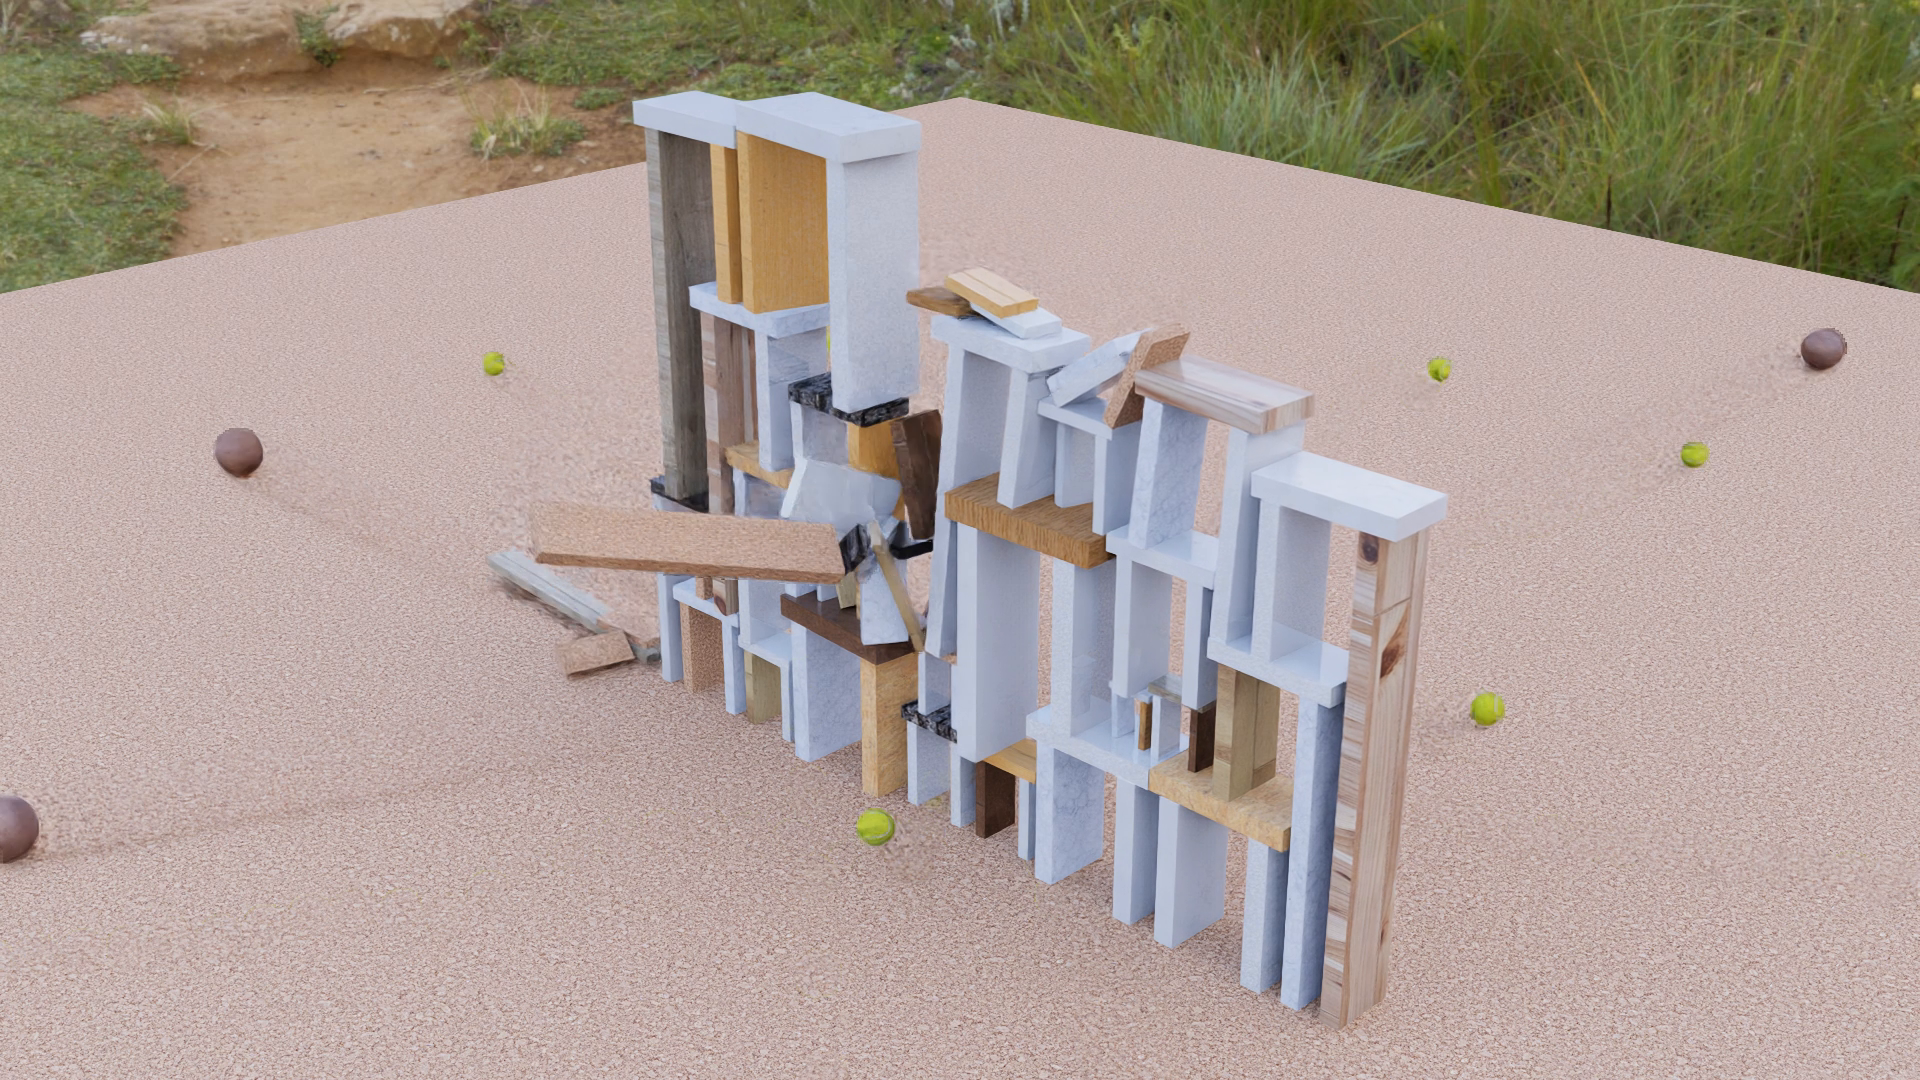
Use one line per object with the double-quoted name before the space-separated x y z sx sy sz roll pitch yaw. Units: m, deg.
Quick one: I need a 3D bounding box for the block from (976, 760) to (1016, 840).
"block" 0.071 0.497 4.365 0.025 0.176 0.088 21 31 40

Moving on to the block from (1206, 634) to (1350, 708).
"block" 0.558 0.202 3.690 0.131 0.037 0.261 -20 30 -39

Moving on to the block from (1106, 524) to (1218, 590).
"block" 0.383 0.020 3.828 0.238 0.034 0.119 21 31 40

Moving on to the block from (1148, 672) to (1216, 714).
"block" 0.401 0.271 3.909 0.121 0.017 0.061 20 30 39

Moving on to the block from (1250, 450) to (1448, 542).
"block" 0.621 -0.072 3.521 0.280 0.040 0.140 21 31 40

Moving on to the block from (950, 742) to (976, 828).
"block" 0.024 0.474 4.405 0.026 0.186 0.093 21 31 41

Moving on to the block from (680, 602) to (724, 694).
"block" -0.572 0.225 4.949 0.031 0.220 0.110 21 31 41

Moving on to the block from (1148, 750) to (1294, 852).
"block" 0.496 0.449 3.878 0.150 0.043 0.301 -21 31 -40

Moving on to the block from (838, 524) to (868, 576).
"block" -0.211 0.026 4.137 0.018 0.126 0.063 12 59 -27

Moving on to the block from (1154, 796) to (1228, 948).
"block" 0.424 0.580 4.009 0.150 0.301 0.043 -21 31 -41

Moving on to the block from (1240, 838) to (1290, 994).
"block" 0.565 0.635 3.879 0.043 0.301 0.150 21 31 41

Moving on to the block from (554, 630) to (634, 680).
"block" -0.841 0.263 5.060 0.163 0.023 0.081 -13 60 -28

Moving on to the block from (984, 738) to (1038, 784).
"block" 0.111 0.420 4.287 0.176 0.025 0.088 21 31 40

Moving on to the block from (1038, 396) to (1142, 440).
"block" 0.234 -0.223 3.890 0.091 0.026 0.183 -20 30 -39

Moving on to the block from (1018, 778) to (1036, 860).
"block" 0.154 0.529 4.288 0.025 0.176 0.088 21 31 40

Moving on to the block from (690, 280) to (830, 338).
"block" -0.403 -0.477 4.464 0.147 0.042 0.293 -19 30 -38

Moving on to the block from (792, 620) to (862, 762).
"block" -0.278 0.297 4.654 0.159 0.318 0.045 -21 31 -40

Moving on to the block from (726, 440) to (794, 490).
"block" -0.367 -0.157 4.556 0.117 0.033 0.235 -20 30 -39

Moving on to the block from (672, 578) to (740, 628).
"block" -0.521 0.130 4.852 0.220 0.031 0.110 21 31 40

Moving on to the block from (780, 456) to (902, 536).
"block" -0.226 -0.081 4.228 0.233 0.117 0.033 12 11 -40

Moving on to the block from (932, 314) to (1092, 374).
"block" 0.090 -0.365 3.958 0.140 0.040 0.279 -18 28 -36

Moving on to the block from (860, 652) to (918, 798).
"block" -0.129 0.355 4.517 0.045 0.318 0.159 21 31 40

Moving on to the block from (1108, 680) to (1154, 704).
"block" 0.322 0.269 3.997 0.048 0.014 0.095 -21 31 -40

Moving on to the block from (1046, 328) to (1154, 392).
"block" 0.247 -0.312 3.842 0.098 0.028 0.196 -20 -5 -38

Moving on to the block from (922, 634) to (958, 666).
"block" -0.018 0.212 4.330 0.140 0.020 0.070 21 31 40

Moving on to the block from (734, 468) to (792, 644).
"block" -0.420 0.020 4.693 0.033 0.399 0.117 21 31 40

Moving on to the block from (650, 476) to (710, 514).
"block" -0.571 -0.106 4.800 0.207 0.029 0.104 21 31 40

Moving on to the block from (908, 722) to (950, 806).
"block" -0.064 0.440 4.486 0.026 0.186 0.093 21 31 41

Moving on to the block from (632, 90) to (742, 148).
"block" -0.492 -0.842 4.396 0.160 0.045 0.319 -21 31 -40

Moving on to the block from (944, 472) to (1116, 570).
"block" 0.159 -0.043 4.030 0.351 0.050 0.175 20 30 39

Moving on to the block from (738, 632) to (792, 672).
"block" -0.390 0.231 4.738 0.087 0.025 0.174 -20 30 -39

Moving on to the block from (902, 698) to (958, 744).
"block" -0.020 0.359 4.404 0.186 0.026 0.093 21 31 40

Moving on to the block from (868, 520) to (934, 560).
"block" -0.133 -0.010 4.356 0.090 0.026 0.181 -16 27 -34

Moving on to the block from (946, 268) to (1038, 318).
"block" 0.057 -0.446 3.964 0.082 0.023 0.165 -17 35 -33

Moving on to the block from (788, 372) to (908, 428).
"block" -0.222 -0.278 4.329 0.114 0.032 0.229 -21 30 -40

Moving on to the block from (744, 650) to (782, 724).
"block" -0.428 0.309 4.810 0.025 0.174 0.087 21 31 40

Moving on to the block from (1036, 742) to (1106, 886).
"block" 0.212 0.497 4.209 0.042 0.297 0.148 21 31 40

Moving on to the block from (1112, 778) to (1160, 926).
"block" 0.352 0.552 4.080 0.042 0.297 0.148 21 31 41

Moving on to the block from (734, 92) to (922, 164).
"block" -0.252 -0.780 4.143 0.179 0.051 0.358 -17 28 -34

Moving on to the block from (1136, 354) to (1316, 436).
"block" 0.438 -0.243 3.650 0.137 0.039 0.274 -20 30 -38

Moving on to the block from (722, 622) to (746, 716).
"block" -0.468 0.266 4.853 0.031 0.220 0.110 21 31 40

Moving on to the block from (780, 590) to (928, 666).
"block" -0.209 0.162 4.509 0.159 0.045 0.318 -18 29 -37

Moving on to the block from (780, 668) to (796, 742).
"block" -0.343 0.341 4.735 0.025 0.174 0.087 22 31 40

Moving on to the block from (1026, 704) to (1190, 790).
"block" 0.283 0.368 4.079 0.297 0.042 0.149 21 31 40
